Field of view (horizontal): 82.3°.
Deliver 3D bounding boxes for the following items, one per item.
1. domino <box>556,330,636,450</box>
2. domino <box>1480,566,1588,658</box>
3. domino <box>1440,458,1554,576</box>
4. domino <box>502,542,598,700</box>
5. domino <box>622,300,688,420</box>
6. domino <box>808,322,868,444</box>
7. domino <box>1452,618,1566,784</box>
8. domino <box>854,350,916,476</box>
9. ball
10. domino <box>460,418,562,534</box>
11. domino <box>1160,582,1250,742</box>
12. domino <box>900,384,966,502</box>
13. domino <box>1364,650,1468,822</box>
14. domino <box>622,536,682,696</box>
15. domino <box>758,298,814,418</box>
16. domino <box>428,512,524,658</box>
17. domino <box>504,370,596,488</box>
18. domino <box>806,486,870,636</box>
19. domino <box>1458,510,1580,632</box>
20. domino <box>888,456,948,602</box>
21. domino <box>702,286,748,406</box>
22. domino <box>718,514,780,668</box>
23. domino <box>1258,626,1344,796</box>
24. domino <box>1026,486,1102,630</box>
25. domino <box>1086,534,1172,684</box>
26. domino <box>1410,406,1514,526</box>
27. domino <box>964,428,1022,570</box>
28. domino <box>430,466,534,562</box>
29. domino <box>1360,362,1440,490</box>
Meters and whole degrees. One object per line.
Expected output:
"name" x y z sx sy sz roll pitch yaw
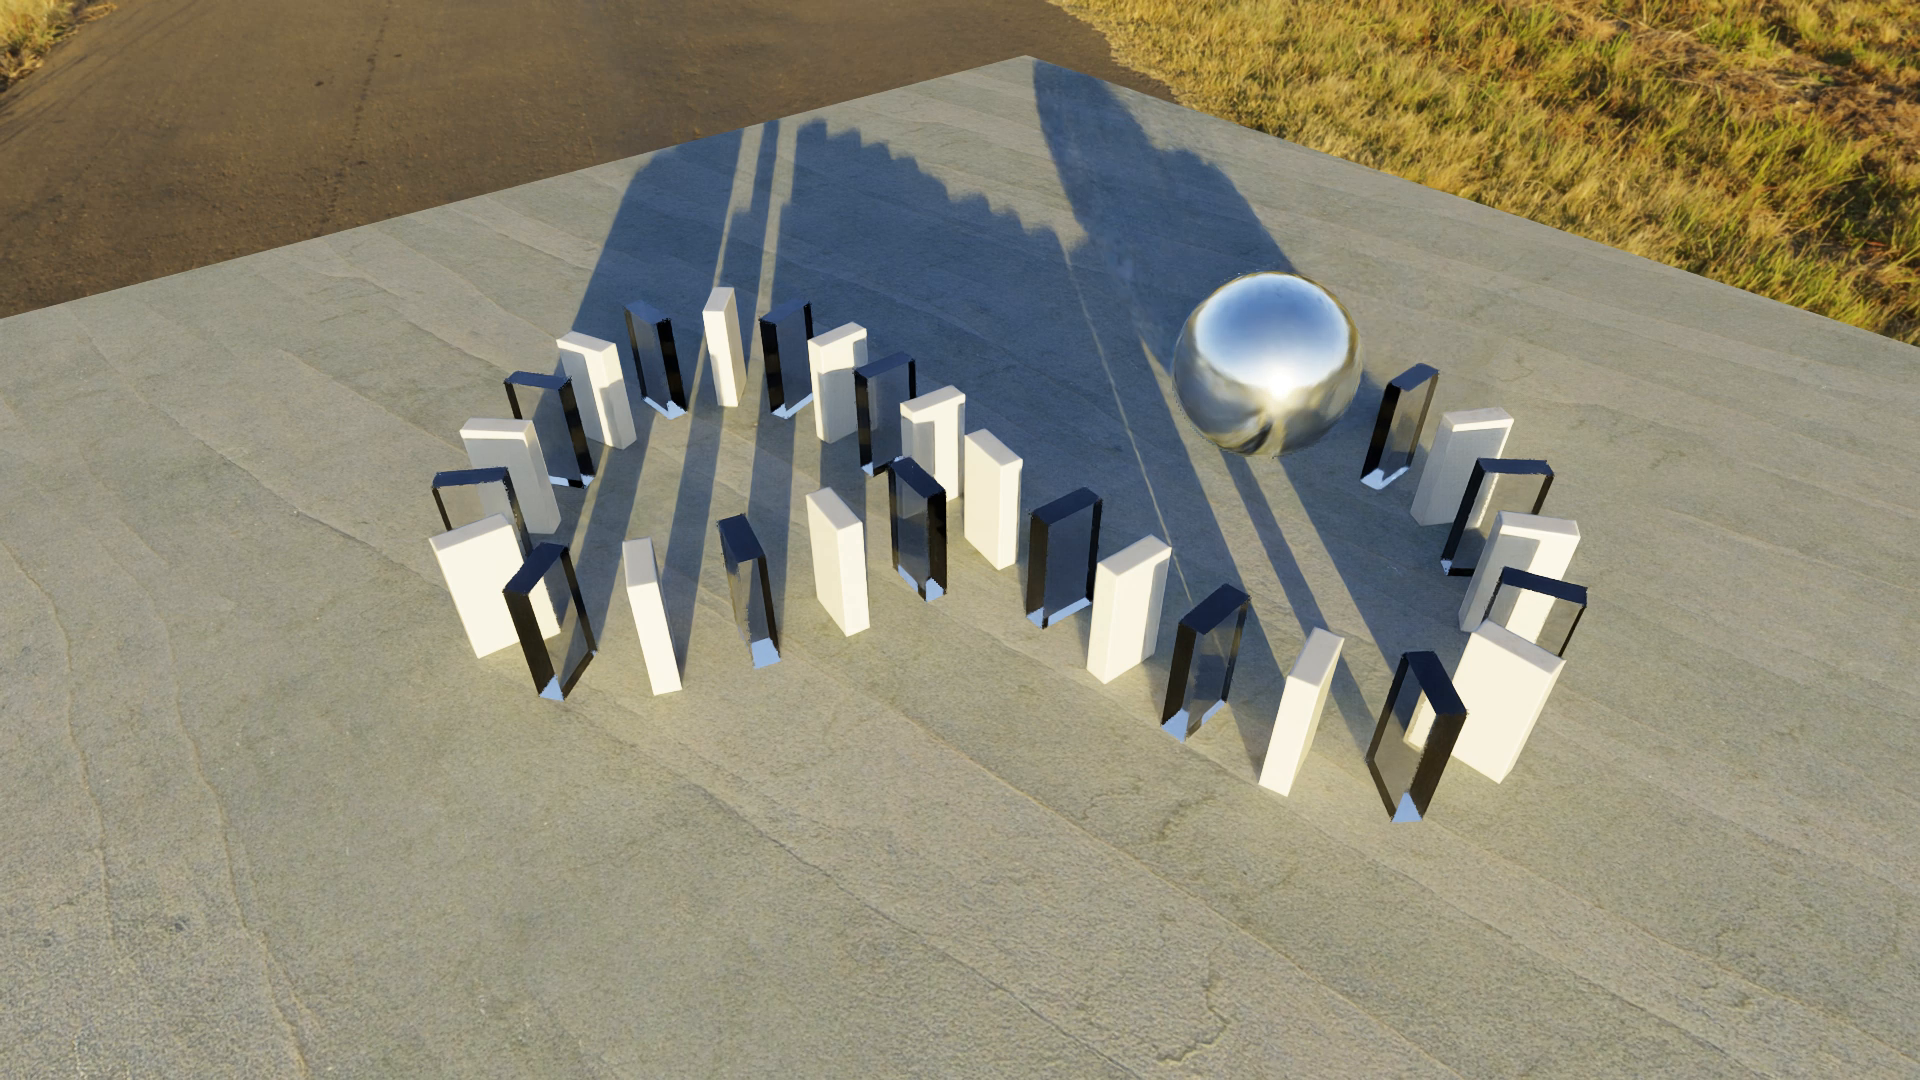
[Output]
"domino" -0.162 -0.067 0.493 0.025 0.050 0.009 18 43 21
"domino" 0.188 0.034 0.370 0.025 0.050 0.010 17 42 19
"domino" 0.205 -0.008 0.421 0.025 0.050 0.009 2 39 3
"domino" -0.140 0.028 0.377 0.009 0.050 0.025 8 40 10
"domino" -0.142 -0.084 0.514 0.009 0.050 0.025 -31 48 -32
"domino" -0.054 -0.071 0.498 0.025 0.050 0.010 -31 48 -32
"domino" 0.169 0.052 0.349 0.010 0.050 0.025 -31 48 -32
"domino" -0.032 -0.054 0.478 0.025 0.050 0.010 -27 47 -29
"ball" 0.134 -0.077 0.481 0.080 0.080 0.080 0 39 0
"domino" -0.180 -0.025 0.442 0.025 0.050 0.009 3 39 3
"domino" 0.080 0.041 0.362 0.009 0.050 0.025 32 49 33
"domino" -0.011 -0.037 0.457 0.025 0.050 0.009 -24 45 -26
"domino" 0.139 0.061 0.337 0.009 0.050 0.025 -2 39 -2
"domino" -0.106 0.027 0.379 0.009 0.050 0.025 -11 41 -13
"domino" -0.079 -0.085 0.515 0.010 0.050 0.025 22 44 24
"domino" -0.167 0.017 0.391 0.025 0.050 0.009 -25 45 -27
"domino" -0.174 -0.046 0.468 0.025 0.050 0.010 9 40 11
"domino" -0.044 0.008 0.401 0.009 0.050 0.025 -21 44 -24
"domino" 0.200 0.014 0.395 0.025 0.050 0.010 9 40 11
"domino" -0.016 -0.004 0.416 0.010 0.050 0.025 -23 45 -26
"domino" -0.111 -0.092 0.524 0.009 0.050 0.025 1 39 1
"domino" -0.074 0.019 0.389 0.010 0.050 0.025 -17 42 -19
"domino" 0.107 0.054 0.345 0.010 0.050 0.025 21 44 24
"domino" 0.038 0.007 0.403 0.025 0.050 0.010 -25 45 -27
"domino" 0.058 0.024 0.382 0.025 0.050 0.010 -26 46 -28
"domino" 0.203 -0.029 0.447 0.025 0.050 0.009 -6 40 -8
"domino" 0.012 -0.016 0.431 0.010 0.050 0.025 -22 44 -25
"domino" -0.179 -0.004 0.416 0.025 0.050 0.010 -5 40 -7
"domino" 0.188 -0.048 0.470 0.025 0.050 0.009 -29 47 -31
